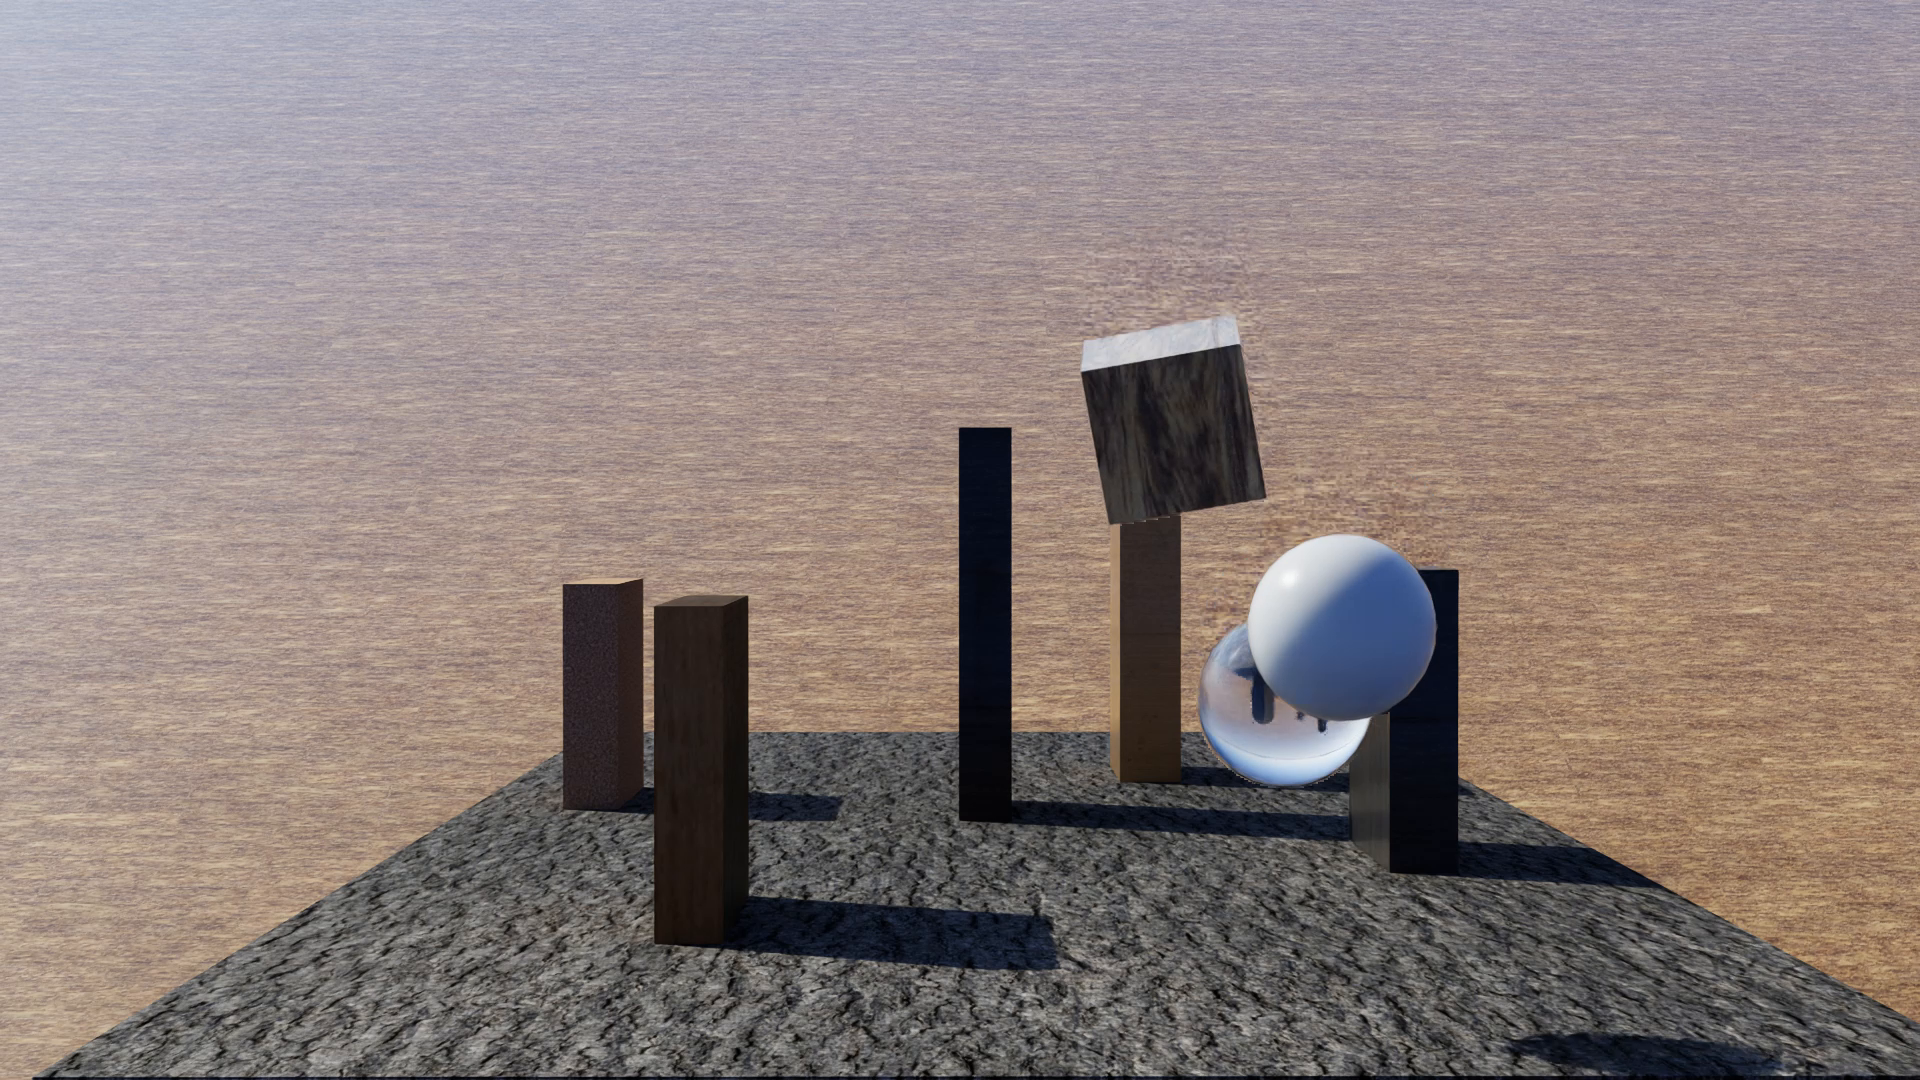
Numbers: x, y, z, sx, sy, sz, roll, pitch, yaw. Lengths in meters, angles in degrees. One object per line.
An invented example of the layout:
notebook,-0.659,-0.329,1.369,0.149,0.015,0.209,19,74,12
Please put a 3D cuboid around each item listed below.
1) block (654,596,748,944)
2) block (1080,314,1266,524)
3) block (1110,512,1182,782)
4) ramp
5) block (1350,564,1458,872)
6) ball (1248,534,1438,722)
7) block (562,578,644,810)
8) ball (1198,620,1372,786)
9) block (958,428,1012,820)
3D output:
block,-0.357,0.306,3.604,0.091,0.444,0.418,0,1,0
block,0.203,-0.116,2.454,0.148,0.148,0.148,-10,15,7
block,0.397,0.211,5.562,0.127,0.584,0.345,0,1,0
ramp,0.063,0.565,4.605,2.000,0.100,4.000,0,1,0
block,0.727,0.282,4.257,0.108,0.475,0.417,0,1,0
ball,0.387,0.089,2.620,0.190,0.190,0.190,0,28,0
block,-0.702,0.295,5.105,0.105,0.429,0.397,0,1,0
ball,0.360,0.176,2.865,0.194,0.194,0.194,0,28,0
block,0.046,0.152,4.893,0.096,0.720,0.339,0,1,0
